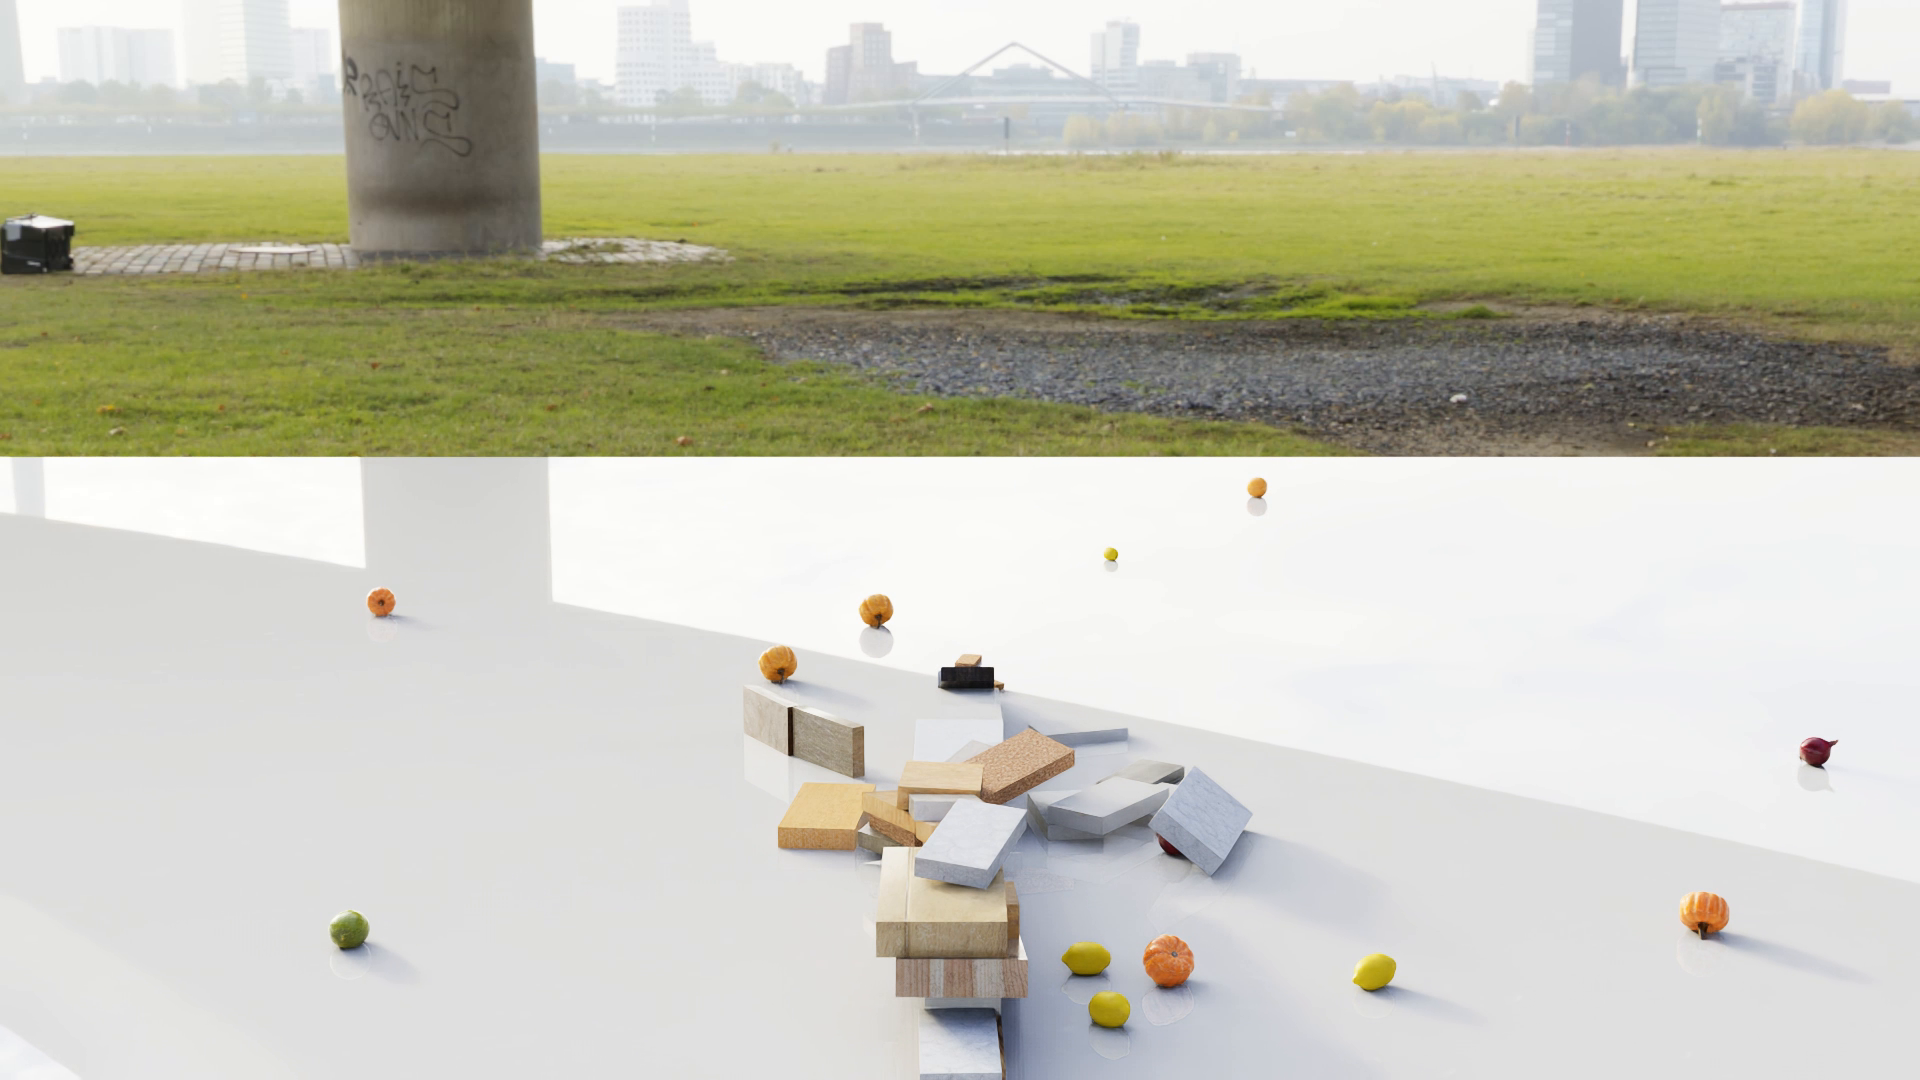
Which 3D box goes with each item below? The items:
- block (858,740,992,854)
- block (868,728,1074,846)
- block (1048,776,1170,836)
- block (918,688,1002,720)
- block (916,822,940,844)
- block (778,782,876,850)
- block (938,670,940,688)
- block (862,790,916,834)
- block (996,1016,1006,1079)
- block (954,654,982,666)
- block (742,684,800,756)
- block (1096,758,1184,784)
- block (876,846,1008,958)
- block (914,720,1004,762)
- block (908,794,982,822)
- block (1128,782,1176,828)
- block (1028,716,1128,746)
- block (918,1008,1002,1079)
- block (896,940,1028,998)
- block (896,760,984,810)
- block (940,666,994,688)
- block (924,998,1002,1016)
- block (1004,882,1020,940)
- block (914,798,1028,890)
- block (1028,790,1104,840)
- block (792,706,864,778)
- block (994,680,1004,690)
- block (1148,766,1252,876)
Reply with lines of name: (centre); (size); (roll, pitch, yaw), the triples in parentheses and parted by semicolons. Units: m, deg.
block: (-0.030, 0.469, 3.974); (0.112, 0.032, 0.377); (14, 29, 29)
block: (0.026, 0.444, 3.950); (0.407, 0.033, 0.116); (-23, 33, -40)
block: (0.271, 0.482, 4.002); (0.116, 0.033, 0.231); (8, 13, 35)
block: (-0.002, 0.367, 4.477); (0.169, 0.048, 0.338); (0, 11, 0)
block: (0.000, 0.456, 3.443); (0.116, 0.033, 0.231); (0, -4, -7)
block: (-0.241, 0.504, 4.026); (0.137, 0.039, 0.275); (1, 11, 6)
block: (0.007, 0.317, 4.833); (0.112, 0.032, 0.224); (0, -11, 0)
block: (-0.073, 0.460, 3.739); (0.108, 0.031, 0.217); (0, 4, -27)
block: (0.006, 0.696, 3.018); (0.106, 0.030, 0.211); (0, 11, -1)
block: (0.020, 0.290, 5.249); (0.047, 0.013, 0.095); (2, 11, 12)
block: (-0.391, 0.372, 4.561); (0.029, 0.102, 0.204); (-6, 12, -31)
block: (0.351, 0.466, 4.263); (0.094, 0.027, 0.187); (7, 12, 32)
block: (-0.026, 0.517, 3.167); (0.179, 0.051, 0.357); (0, 8, 0)
block: (-0.003, 0.440, 4.139); (0.169, 0.048, 0.337); (0, 24, 1)
block: (-0.024, 0.430, 3.534); (0.108, 0.031, 0.217); (1, -4, -3)
block: (0.370, 0.495, 4.107); (0.094, 0.027, 0.187); (7, 13, 35)
block: (0.247, 0.403, 4.606); (0.187, 0.027, 0.094); (-3, 11, -18)
block: (-0.002, 0.681, 2.934); (0.106, 0.030, 0.211); (0, 11, -2)
block: (0.001, 0.605, 3.151); (0.179, 0.051, 0.357); (0, -4, -1)
block: (-0.031, 0.424, 3.786); (0.137, 0.039, 0.274); (3, 3, 2)
block: (0.015, 0.323, 4.705); (0.112, 0.032, 0.224); (0, -22, 0)
block: (0.006, 0.647, 3.148); (0.106, 0.030, 0.211); (0, -3, 1)
block: (-0.002, 0.570, 3.402); (0.179, 0.051, 0.357); (0, -3, 0)
block: (0.018, 0.445, 3.240); (0.108, 0.031, 0.217); (8, 18, 15)
block: (0.193, 0.505, 4.045); (0.102, 0.029, 0.204); (-2, 11, -9)
block: (-0.264, 0.402, 4.400); (0.029, 0.102, 0.204); (-8, 13, -38)
block: (0.050, 0.321, 5.019); (0.095, 0.013, 0.047); (19, 12, 31)
block: (0.428, 0.493, 3.884); (0.137, 0.039, 0.275); (39, 19, 8)
